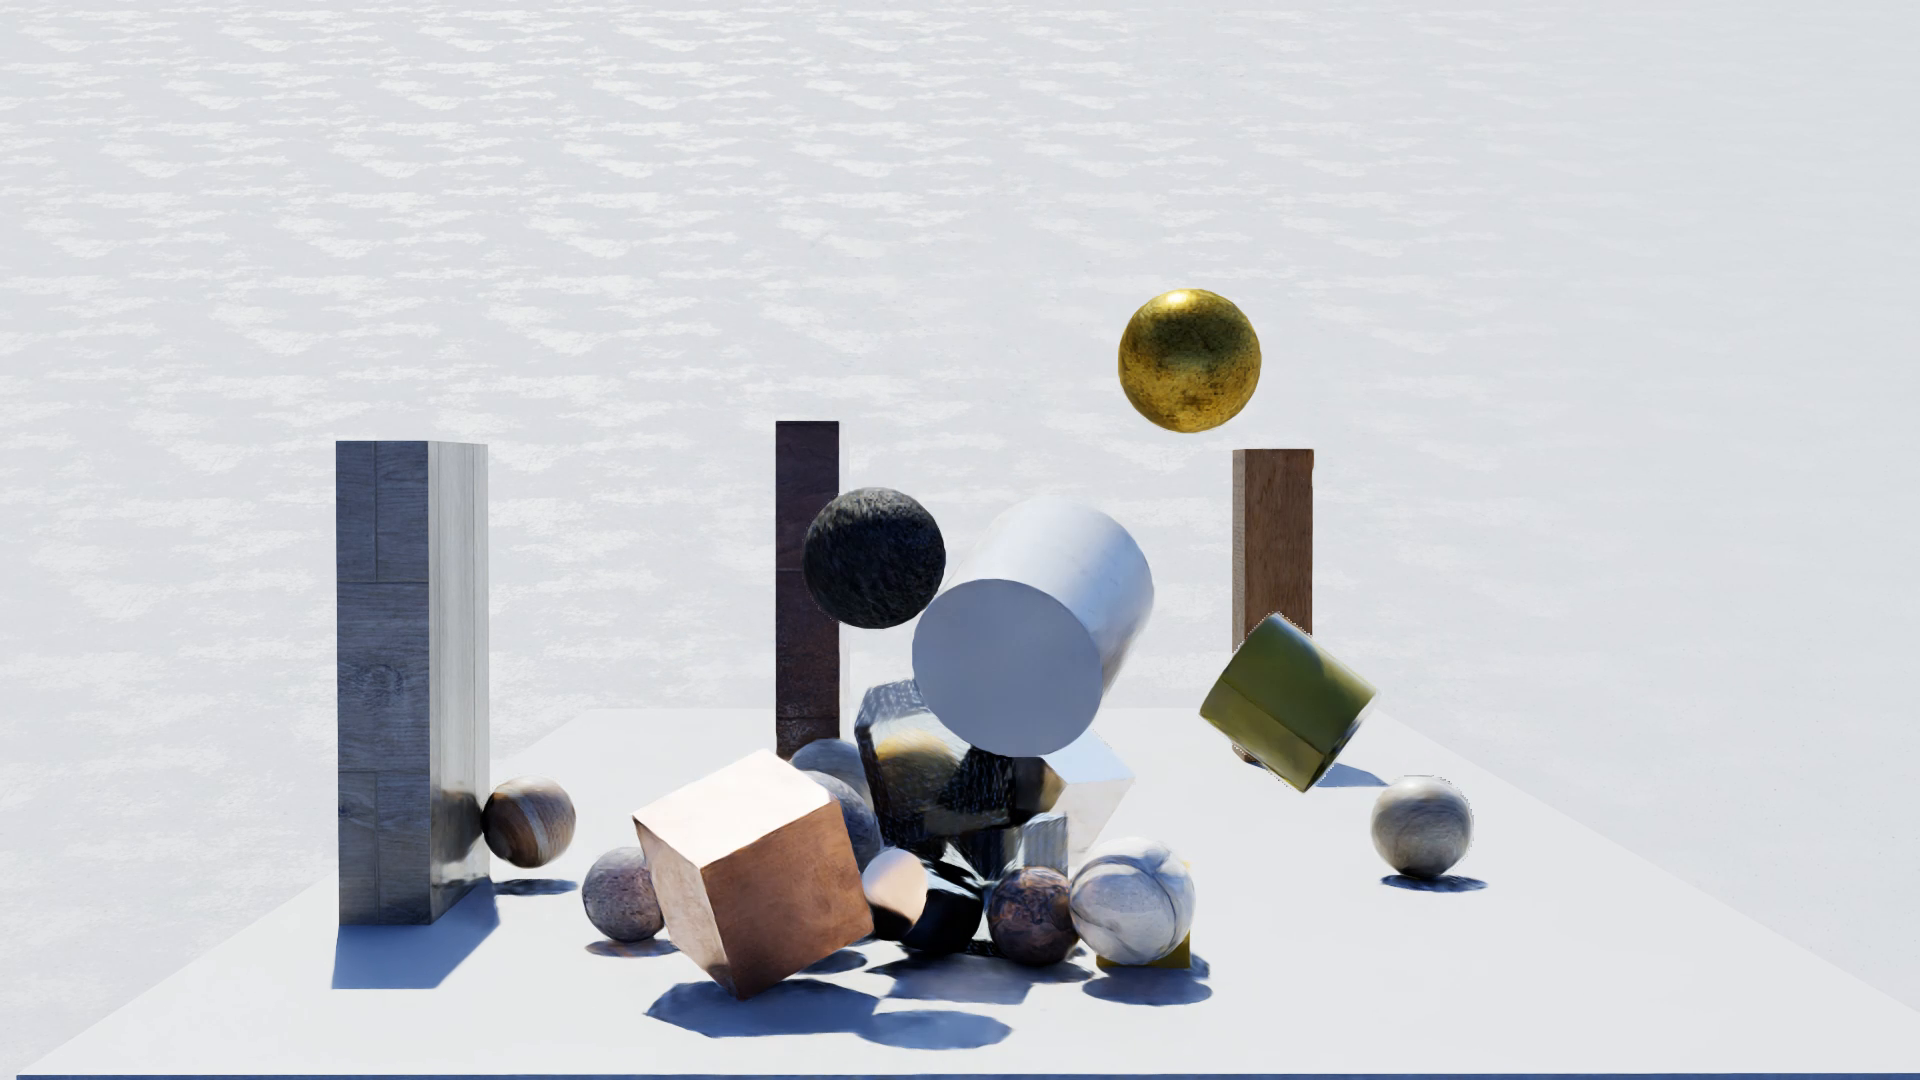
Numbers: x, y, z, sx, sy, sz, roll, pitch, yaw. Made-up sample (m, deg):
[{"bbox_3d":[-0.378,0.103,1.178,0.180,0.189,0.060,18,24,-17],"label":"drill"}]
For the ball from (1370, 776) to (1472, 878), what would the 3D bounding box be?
[{"bbox_3d":[0.681,0.424,3.812,0.150,0.150,0.150,0,26,0],"label":"ball"}]

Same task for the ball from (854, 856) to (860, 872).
[{"bbox_3d":[-0.211,0.428,3.226,0.173,0.173,0.173,0,26,0],"label":"ball"}]

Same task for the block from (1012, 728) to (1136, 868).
[{"bbox_3d":[0.109,0.360,3.759,0.172,0.172,0.172,44,25,30],"label":"block"}]

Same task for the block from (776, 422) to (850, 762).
[{"bbox_3d":[-0.260,0.136,4.605,0.109,0.687,0.403,0,1,0],"label":"block"}]

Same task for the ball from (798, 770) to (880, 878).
[{"bbox_3d":[-0.208,0.408,3.425,0.203,0.203,0.203,0,26,0],"label":"ball"}]

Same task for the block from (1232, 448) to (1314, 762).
[{"bbox_3d":[0.658,0.133,5.446,0.141,0.648,0.240,0,1,0],"label":"block"}]

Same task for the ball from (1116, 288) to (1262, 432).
[{"bbox_3d":[0.241,-0.189,2.715,0.152,0.152,0.152,0,26,0],"label":"ball"}]

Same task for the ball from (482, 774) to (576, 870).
[{"bbox_3d":[-0.632,0.413,3.785,0.138,0.138,0.138,0,26,0],"label":"ball"}]

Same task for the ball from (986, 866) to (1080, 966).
[{"bbox_3d":[0.092,0.457,3.127,0.120,0.120,0.120,0,26,0],"label":"ball"}]

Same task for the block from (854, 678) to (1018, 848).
[{"bbox_3d":[-0.028,0.265,3.205,0.158,0.158,0.158,-13,13,8],"label":"block"}]

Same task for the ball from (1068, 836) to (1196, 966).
[{"bbox_3d":[0.203,0.425,3.042,0.151,0.151,0.151,0,26,0],"label":"ball"}]

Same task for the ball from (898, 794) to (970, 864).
[{"bbox_3d":[-0.038,0.441,3.922,0.111,0.111,0.111,0,26,0],"label":"ball"}]

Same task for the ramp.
[{"bbox_3d":[0.059,0.530,4.567,2.000,0.100,4.000,0,1,0],"label":"ramp"}]

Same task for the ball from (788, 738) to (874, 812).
[{"bbox_3d":[-0.214,0.407,4.260,0.161,0.161,0.161,0,26,0],"label":"ball"}]

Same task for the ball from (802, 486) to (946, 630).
[{"bbox_3d":[-0.103,0.022,3.089,0.172,0.172,0.172,0,26,0],"label":"ball"}]

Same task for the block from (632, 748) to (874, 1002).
[{"bbox_3d":[-0.239,0.384,2.980,0.181,0.181,0.181,-25,26,-24],"label":"block"}]

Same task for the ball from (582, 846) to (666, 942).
[{"bbox_3d":[-0.421,0.452,3.291,0.122,0.122,0.122,0,26,0],"label":"ball"}]

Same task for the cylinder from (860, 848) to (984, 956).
[{"bbox_3d":[-0.049,0.443,3.156,0.111,0.111,0.111,26,1,42],"label":"cylinder"}]

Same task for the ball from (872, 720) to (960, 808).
[{"bbox_3d":[-0.079,0.399,4.592,0.160,0.160,0.160,0,26,0],"label":"ball"}]

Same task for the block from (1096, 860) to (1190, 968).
[{"bbox_3d":[0.226,0.459,3.173,0.114,0.114,0.114,0,1,6],"label":"block"}]

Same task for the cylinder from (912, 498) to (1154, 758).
[{"bbox_3d":[0.069,0.078,2.368,0.179,0.179,0.179,8,27,16],"label":"cylinder"}]

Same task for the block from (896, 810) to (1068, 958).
[{"bbox_3d":[0.030,0.433,3.283,0.159,0.159,0.159,1,2,32],"label":"block"}]

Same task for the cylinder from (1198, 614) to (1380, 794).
[{"bbox_3d":[0.330,0.164,2.585,0.130,0.130,0.130,37,37,13],"label":"cylinder"}]

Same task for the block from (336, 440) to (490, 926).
[{"bbox_3d":[-0.762,0.184,3.623,0.122,0.641,0.435,0,1,0],"label":"block"}]
